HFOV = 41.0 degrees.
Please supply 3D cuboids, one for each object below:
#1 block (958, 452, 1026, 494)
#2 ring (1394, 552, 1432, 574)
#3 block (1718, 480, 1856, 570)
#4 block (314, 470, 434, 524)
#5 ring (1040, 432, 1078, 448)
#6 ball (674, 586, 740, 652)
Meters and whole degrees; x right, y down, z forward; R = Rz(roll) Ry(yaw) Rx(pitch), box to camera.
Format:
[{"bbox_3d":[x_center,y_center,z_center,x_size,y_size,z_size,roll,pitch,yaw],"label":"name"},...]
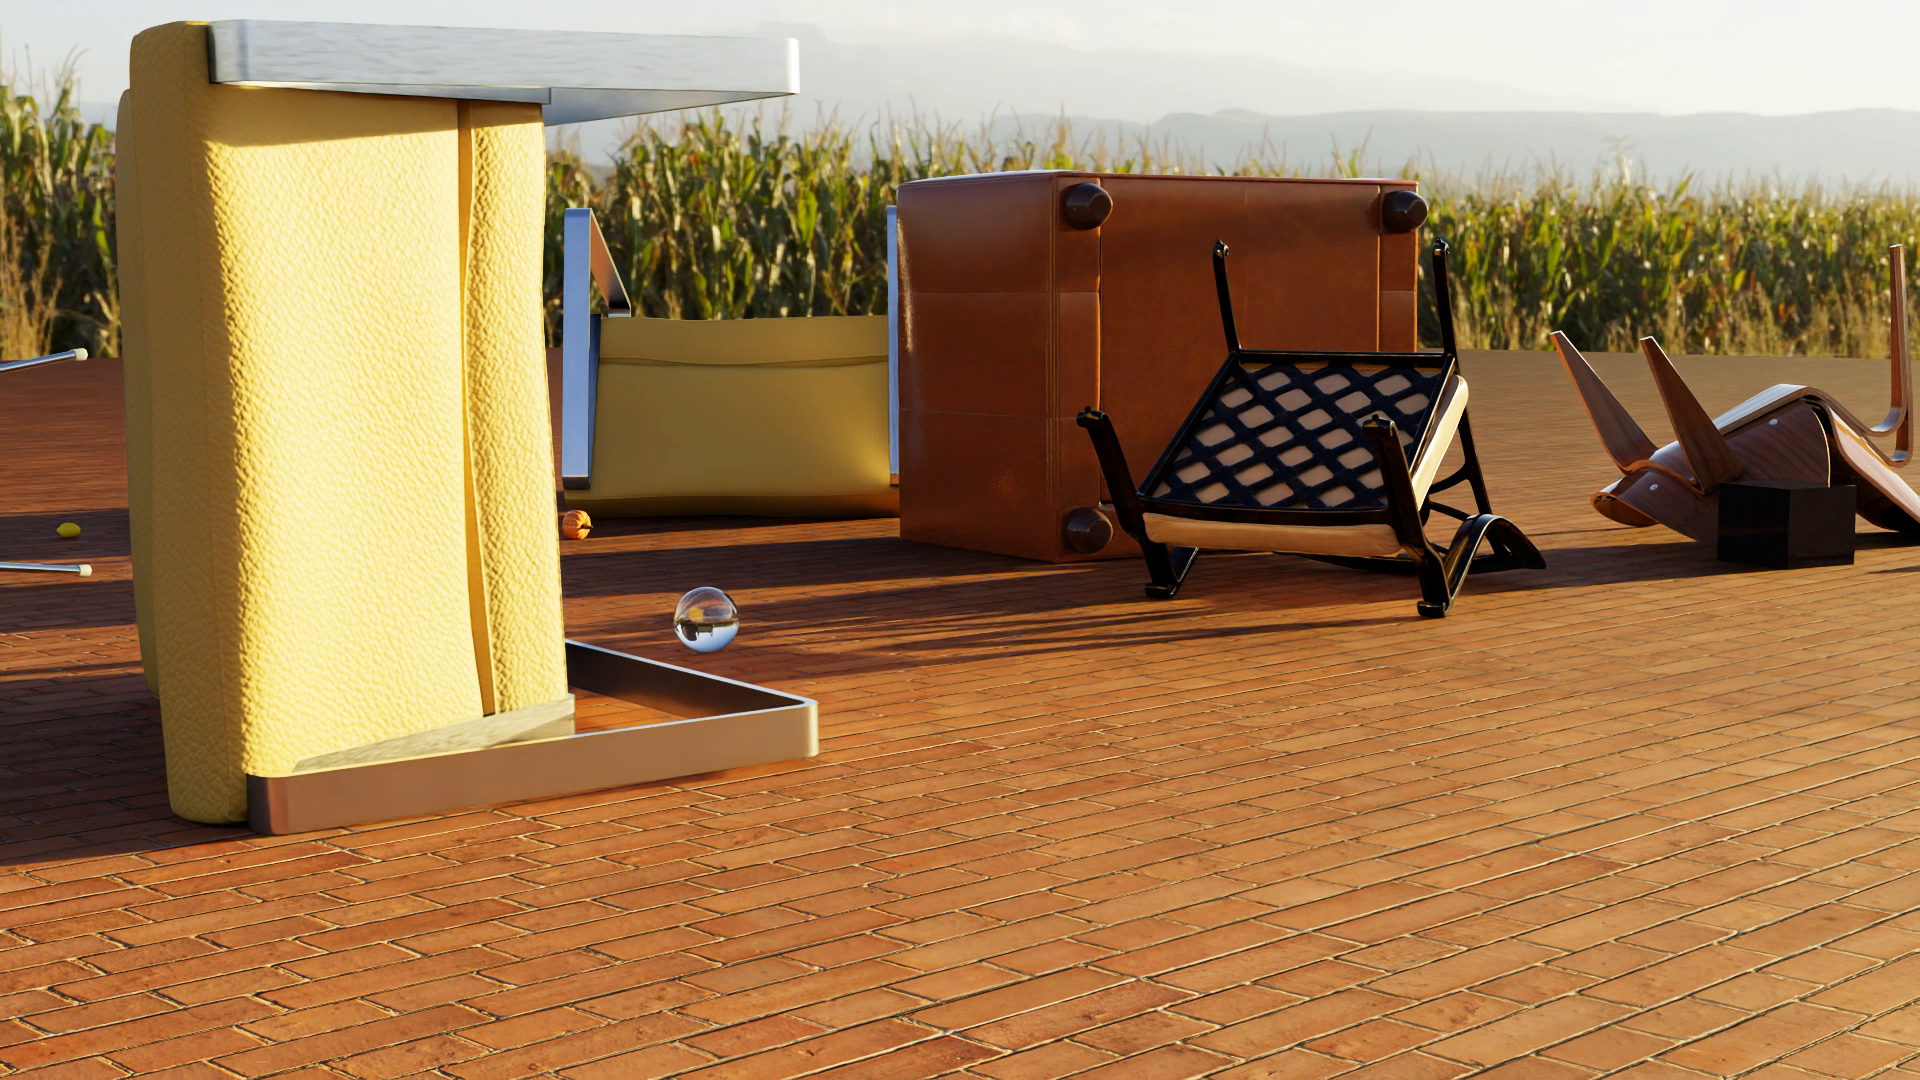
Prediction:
[{"bbox_3d":[0.097,-0.207,7.872,0.181,0.112,0.212,1,6,9],"label":"block"},{"bbox_3d":[1.012,0.050,5.722,0.080,0.042,0.087,-6,7,-34],"label":"ring"},{"bbox_3d":[1.900,-0.038,5.897,0.212,0.181,0.213,-3,7,-29],"label":"block"},{"bbox_3d":[-1.606,-0.121,7.026,0.260,0.116,0.303,-3,6,-25],"label":"block"},{"bbox_3d":[0.381,-0.384,9.854,0.161,0.060,0.091,-5,9,-32],"label":"ring"},{"bbox_3d":[-0.444,0.140,4.491,0.116,0.116,0.116,0,6,0],"label":"ball"}]
